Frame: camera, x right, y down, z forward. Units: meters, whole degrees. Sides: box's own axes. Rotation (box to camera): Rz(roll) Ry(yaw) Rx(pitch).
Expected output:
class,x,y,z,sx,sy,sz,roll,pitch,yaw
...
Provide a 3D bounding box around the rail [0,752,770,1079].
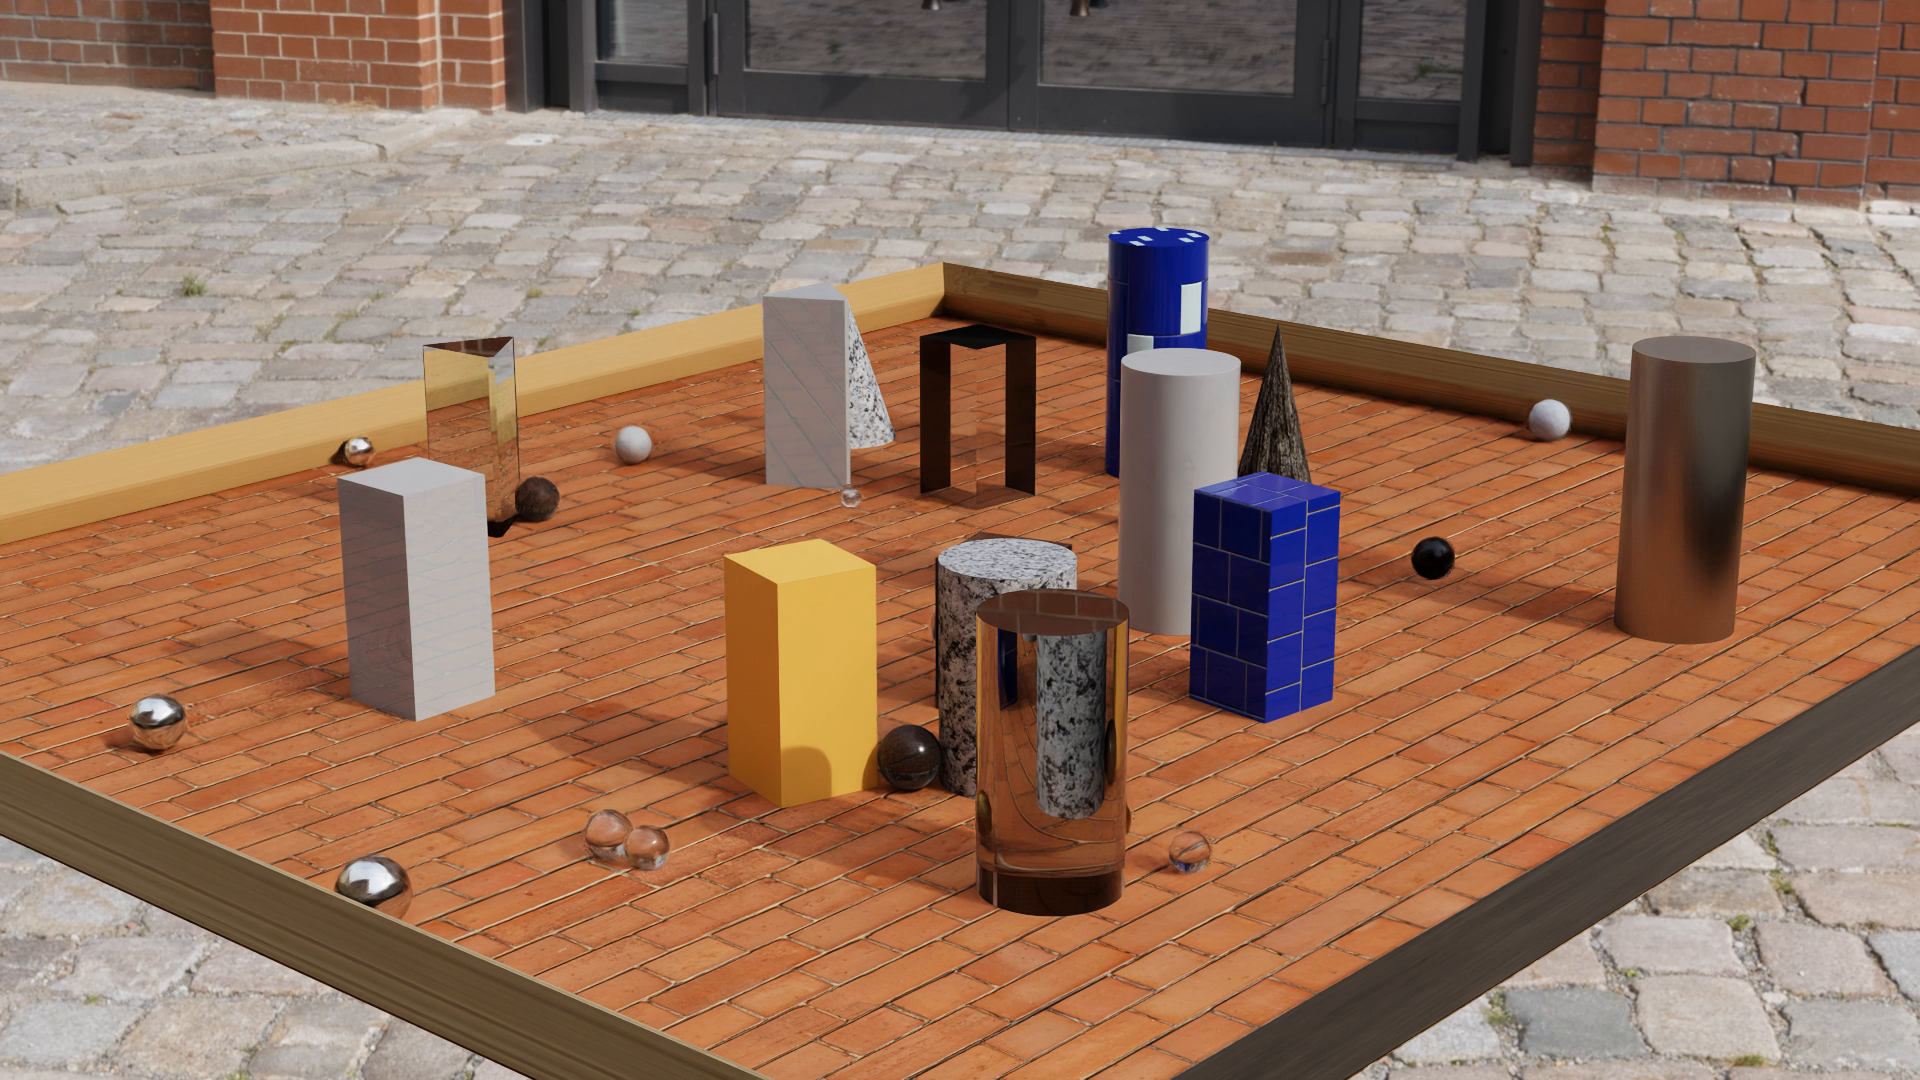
class,x,y,z,sx,sy,sz,roll,pitch,yaw
rail,-1.103,0.399,3.903,3.077,0.129,0.045,14,22,39

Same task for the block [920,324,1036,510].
class,x,y,z,sx,sy,sz,roll,pitch,yaw
block,0.035,-0.241,5.706,0.159,0.317,0.159,-15,22,-41

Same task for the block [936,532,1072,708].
class,x,y,z,sx,sy,sz,roll,pitch,yaw
block,0.068,0.135,4.581,0.159,0.246,0.159,8,19,25

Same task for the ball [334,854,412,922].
class,x,y,z,sx,sy,sz,roll,pitch,yaw
ball,-0.755,0.455,3.772,0.100,0.100,0.100,0,17,0

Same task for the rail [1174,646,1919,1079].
class,x,y,z,sx,sy,sz,roll,pitch,yaw
rail,1.144,0.319,4.169,0.045,0.129,3.412,14,22,39

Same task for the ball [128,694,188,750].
class,x,y,z,sx,sy,sz,roll,pitch,yaw
ball,-1.204,0.273,4.402,0.085,0.085,0.085,0,17,0

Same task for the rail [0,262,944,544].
class,x,y,z,sx,sy,sz,roll,pitch,yaw
rail,-1.144,-0.254,6.071,0.045,0.129,3.412,14,22,39

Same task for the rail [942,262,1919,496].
class,x,y,z,sx,sy,sz,roll,pitch,yaw
rail,1.103,-0.334,6.336,3.077,0.129,0.045,14,22,39

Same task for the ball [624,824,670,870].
class,x,y,z,sx,sy,sz,roll,pitch,yaw
ball,-0.423,0.416,3.967,0.062,0.062,0.062,0,17,0

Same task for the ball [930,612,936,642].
class,x,y,z,sx,sy,sz,roll,pitch,yaw
ball,-0.001,0.143,4.818,0.094,0.094,0.094,0,17,0

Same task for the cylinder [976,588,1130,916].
class,x,y,z,sx,sy,sz,roll,pitch,yaw
cylinder,0.121,0.278,3.864,0.199,0.386,0.199,0,17,0

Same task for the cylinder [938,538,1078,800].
class,x,y,z,sx,sy,sz,roll,pitch,yaw
cylinder,0.069,0.187,4.252,0.199,0.336,0.199,0,17,0

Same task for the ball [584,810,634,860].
class,x,y,z,sx,sy,sz,roll,pitch,yaw
ball,-0.480,0.402,4.004,0.068,0.068,0.068,0,17,0

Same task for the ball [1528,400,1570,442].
class,x,y,z,sx,sy,sz,roll,pitch,yaw
ball,1.233,-0.251,6.136,0.088,0.088,0.088,0,17,0

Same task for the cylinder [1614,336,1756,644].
class,x,y,z,sx,sy,sz,roll,pitch,yaw
cylinder,1.211,-0.085,4.905,0.199,0.480,0.199,0,17,0

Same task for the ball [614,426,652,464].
class,x,y,z,sx,sy,sz,roll,pitch,yaw
ball,-0.666,-0.194,5.965,0.077,0.077,0.077,0,17,0

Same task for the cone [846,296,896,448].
class,x,y,z,sx,sy,sz,roll,pitch,yaw
cone,-0.235,-0.362,6.135,0.199,0.301,0.199,0,17,0

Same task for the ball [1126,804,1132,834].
class,x,y,z,sx,sy,sz,roll,pitch,yaw
ball,0.204,0.386,4.055,0.068,0.068,0.068,0,17,0

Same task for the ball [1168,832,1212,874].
class,x,y,z,sx,sy,sz,roll,pitch,yaw
ball,0.311,0.422,3.957,0.057,0.057,0.057,0,17,0

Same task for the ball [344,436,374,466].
class,x,y,z,sx,sy,sz,roll,pitch,yaw
ball,-1.218,-0.179,5.943,0.062,0.062,0.062,0,17,0

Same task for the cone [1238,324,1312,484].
class,x,y,z,sx,sy,sz,roll,pitch,yaw
cone,0.573,-0.188,5.340,0.199,0.427,0.199,0,17,0

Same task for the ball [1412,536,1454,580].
class,x,y,z,sx,sy,sz,roll,pitch,yaw
ball,0.842,0.032,5.219,0.075,0.075,0.075,0,17,0

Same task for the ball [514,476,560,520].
class,x,y,z,sx,sy,sz,roll,pitch,yaw
ball,-0.803,-0.079,5.571,0.084,0.084,0.084,0,17,0

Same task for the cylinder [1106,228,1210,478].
class,x,y,z,sx,sy,sz,roll,pitch,yaw
cylinder,0.393,-0.370,5.859,0.199,0.476,0.199,0,17,0

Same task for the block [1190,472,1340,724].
class,x,y,z,sx,sy,sz,roll,pitch,yaw
block,0.474,0.087,4.574,0.159,0.342,0.159,-15,22,-40

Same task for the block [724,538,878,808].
class,x,y,z,sx,sy,sz,roll,pitch,yaw
block,-0.230,0.190,4.240,0.159,0.336,0.159,-10,20,-31

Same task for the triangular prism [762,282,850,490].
class,x,y,z,sx,sy,sz,roll,pitch,yaw
triangular prism,-0.285,-0.308,5.818,0.173,0.382,0.150,4,17,13

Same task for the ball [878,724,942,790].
class,x,y,z,sx,sy,sz,roll,pitch,yaw
ball,-0.073,0.315,4.247,0.095,0.095,0.095,0,17,0

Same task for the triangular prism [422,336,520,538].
class,x,y,z,sx,sy,sz,roll,pitch,yaw
triangular prism,-0.888,-0.201,5.526,0.173,0.345,0.150,11,20,33

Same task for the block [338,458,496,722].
class,x,y,z,sx,sy,sz,roll,pitch,yaw
block,-0.848,0.075,4.579,0.159,0.363,0.159,14,22,39

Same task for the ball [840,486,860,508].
class,x,y,z,sx,sy,sz,roll,pitch,yaw
ball,-0.211,-0.083,5.660,0.040,0.040,0.040,0,17,0

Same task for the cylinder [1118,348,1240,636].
class,x,y,z,sx,sy,sz,roll,pitch,yaw
cylinder,0.368,-0.083,4.952,0.199,0.449,0.199,0,17,0
